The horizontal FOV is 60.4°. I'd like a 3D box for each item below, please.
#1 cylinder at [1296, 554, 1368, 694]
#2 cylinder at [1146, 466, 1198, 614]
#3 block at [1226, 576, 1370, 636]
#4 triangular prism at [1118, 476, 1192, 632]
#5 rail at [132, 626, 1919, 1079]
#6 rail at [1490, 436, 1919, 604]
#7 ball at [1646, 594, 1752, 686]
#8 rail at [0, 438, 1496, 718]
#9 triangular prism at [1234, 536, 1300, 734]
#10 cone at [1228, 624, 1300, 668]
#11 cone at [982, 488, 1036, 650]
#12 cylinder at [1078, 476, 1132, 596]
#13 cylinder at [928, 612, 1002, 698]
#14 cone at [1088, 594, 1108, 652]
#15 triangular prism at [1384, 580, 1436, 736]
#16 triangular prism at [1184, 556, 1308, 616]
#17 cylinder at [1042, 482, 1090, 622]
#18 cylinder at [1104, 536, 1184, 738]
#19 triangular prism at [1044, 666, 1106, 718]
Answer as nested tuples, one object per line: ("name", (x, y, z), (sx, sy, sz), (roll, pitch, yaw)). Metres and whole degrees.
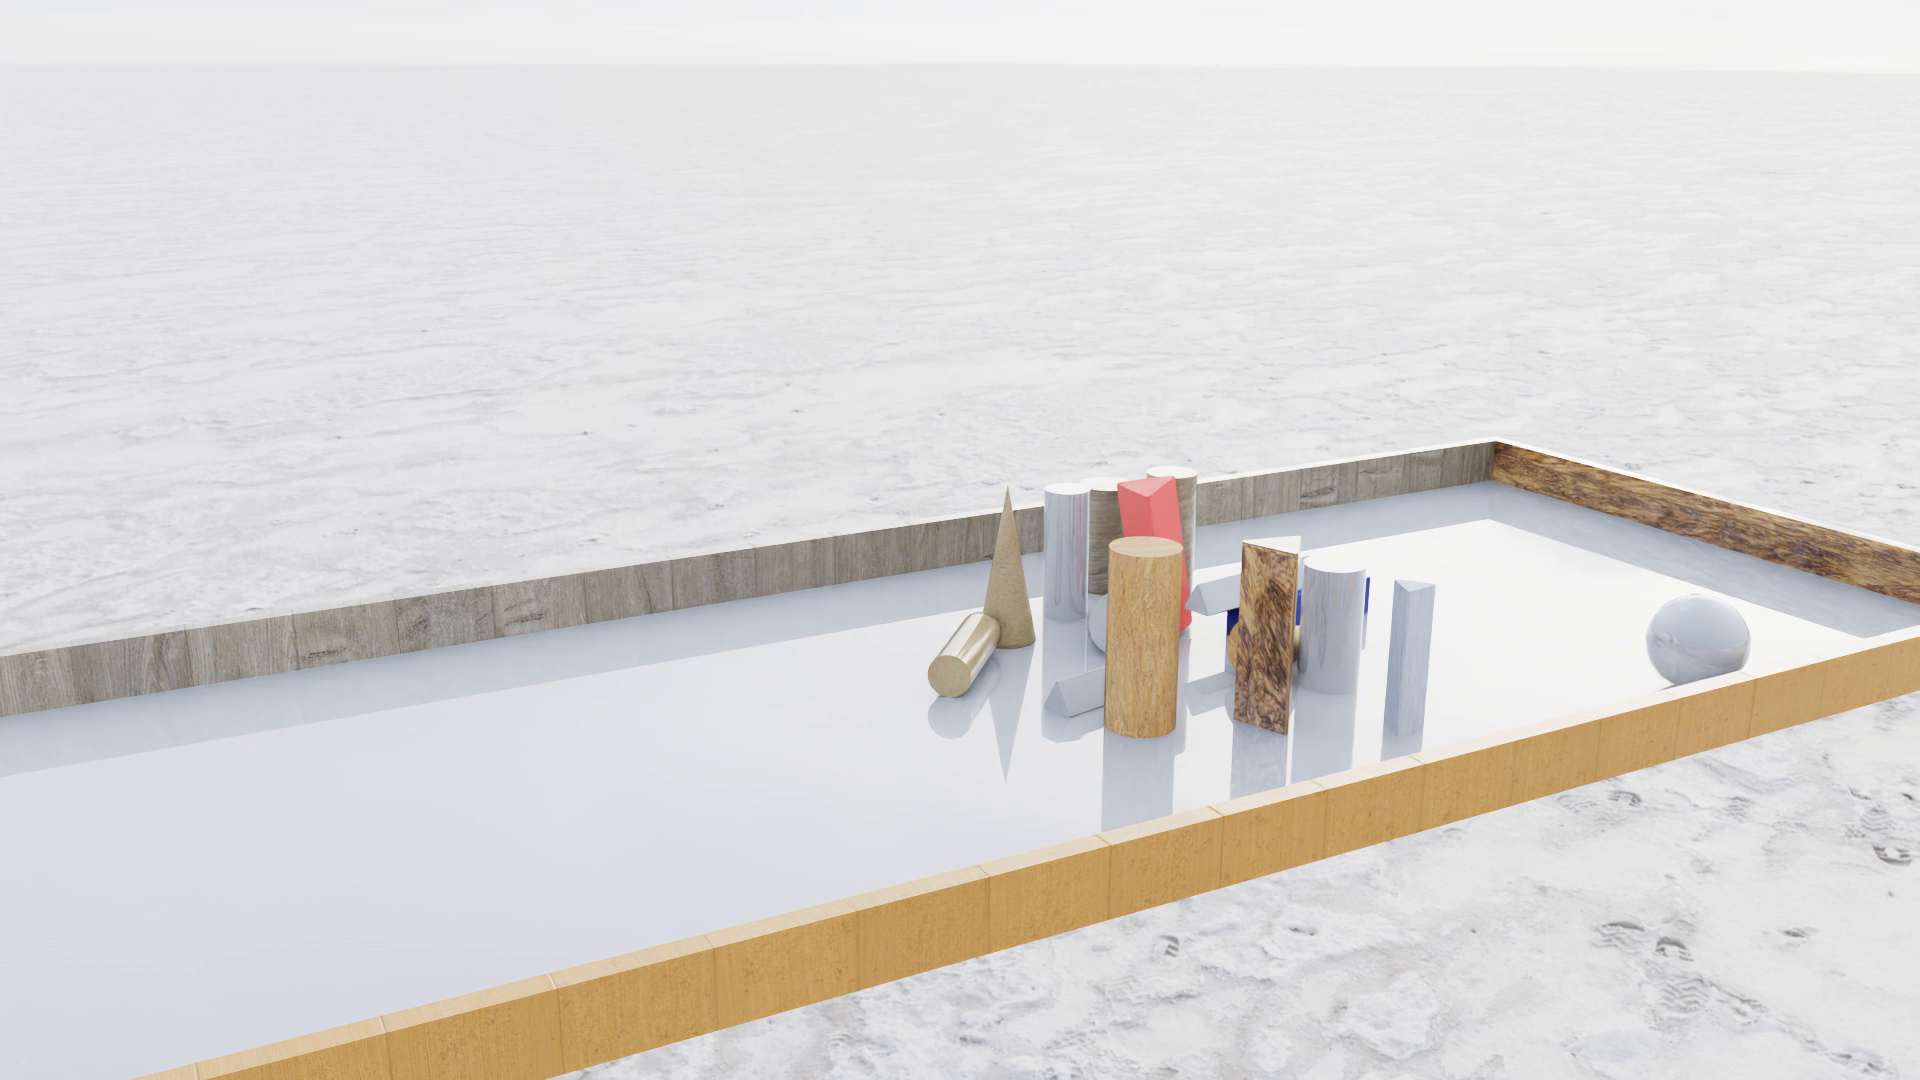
("cylinder", (0.922, 0.207, 4.098), (0.153, 0.312, 0.153), (0, 16, 0))
("cylinder", (0.584, 0.009, 4.598), (0.140, 0.409, 0.140), (0, 16, 0))
("block", (0.937, 0.179, 4.554), (0.450, 0.108, 0.108), (-12, 20, -34))
("triangular prism", (0.542, 0.045, 4.410), (0.131, 0.427, 0.151), (-19, 23, -21))
("rail", (-2.336, 1.006, 1.665), (12.000, 0.150, 0.050), (-9, 18, -27))
("rail", (2.466, -0.048, 5.253), (0.050, 0.150, 2.100), (-9, 18, -27))
("ball", (1.822, 0.252, 4.073), (0.239, 0.239, 0.239), (0, 16, 0))
("rail", (-3.305, 0.497, 3.399), (12.000, 0.150, 0.050), (-9, 18, -27))
("triangular prism", (0.745, 0.214, 3.848), (0.146, 0.439, 0.126), (15, 22, 41))
("cone", (0.870, 0.264, 4.307), (0.172, 0.172, 0.430), (11, 8, 33))
("cone", (0.126, 0.060, 4.386), (0.158, 0.432, 0.158), (0, 16, 0))
("cylinder", (0.427, -0.013, 4.842), (0.164, 0.314, 0.164), (0, 16, 0))
("cylinder", (0.014, 0.287, 4.182), (0.110, 0.110, 0.334), (4, 17, 14))
("cone", (0.395, 0.213, 4.479), (0.176, 0.176, 0.340), (-3, 2, -9))
("triangular prism", (1.026, 0.268, 3.819), (0.091, 0.351, 0.079), (-12, 20, -34))
("triangular prism", (0.792, 0.114, 4.441), (0.435, 0.076, 0.087), (-12, 21, -36))
("cylinder", (0.296, 0.033, 4.597), (0.127, 0.364, 0.127), (0, 16, 0))
("cylinder", (0.423, 0.224, 3.821), (0.169, 0.435, 0.169), (0, 16, 0))
("triangular prism", (0.364, 0.343, 4.043), (0.348, 0.078, 0.090), (-13, 21, -38))
